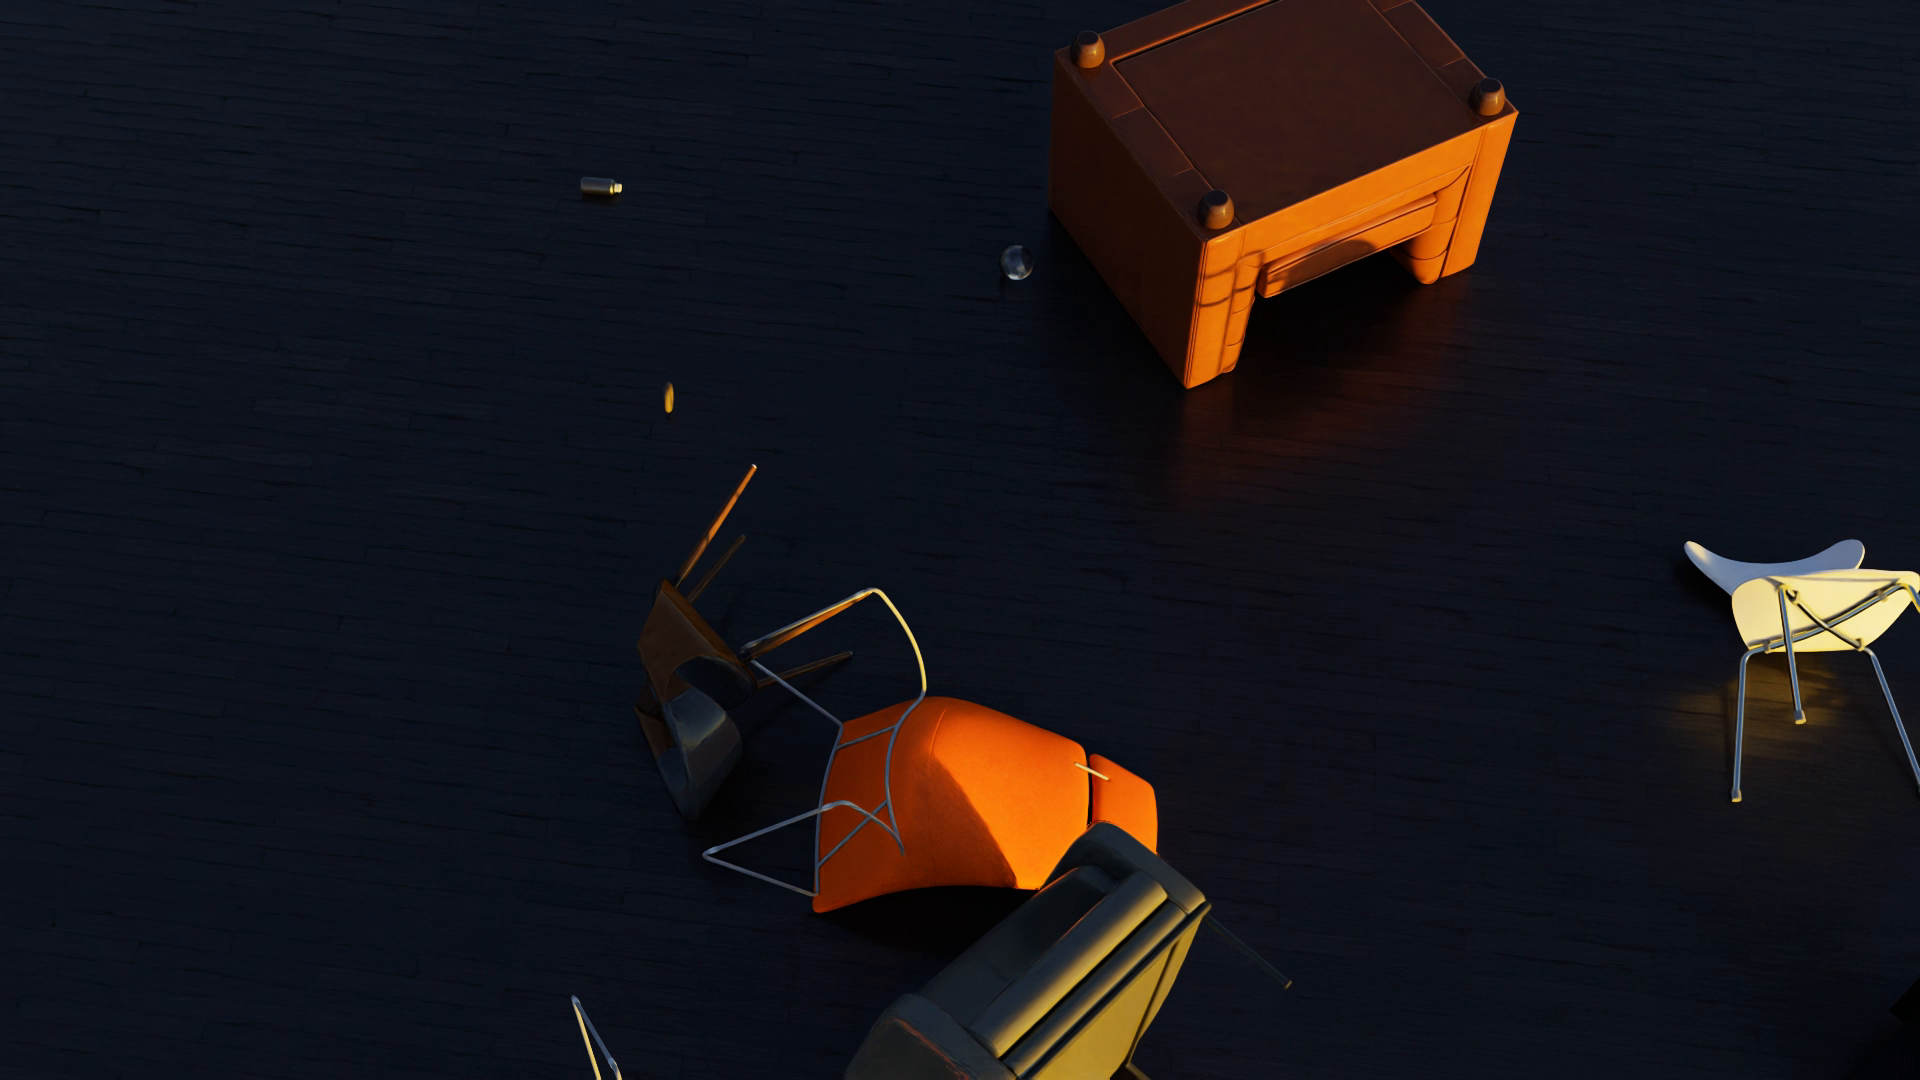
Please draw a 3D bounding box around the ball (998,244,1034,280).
[{"bbox_3d":[0.183,-0.897,7.107,0.115,0.115,0.115,0,56,0],"label":"ball"}]

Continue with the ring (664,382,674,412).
[{"bbox_3d":[-0.904,-0.443,6.818,0.025,0.091,0.102,-1,43,-1],"label":"ring"}]

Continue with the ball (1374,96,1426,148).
[{"bbox_3d":[1.485,-1.410,7.417,0.172,0.172,0.172,0,56,0],"label":"ball"}]
